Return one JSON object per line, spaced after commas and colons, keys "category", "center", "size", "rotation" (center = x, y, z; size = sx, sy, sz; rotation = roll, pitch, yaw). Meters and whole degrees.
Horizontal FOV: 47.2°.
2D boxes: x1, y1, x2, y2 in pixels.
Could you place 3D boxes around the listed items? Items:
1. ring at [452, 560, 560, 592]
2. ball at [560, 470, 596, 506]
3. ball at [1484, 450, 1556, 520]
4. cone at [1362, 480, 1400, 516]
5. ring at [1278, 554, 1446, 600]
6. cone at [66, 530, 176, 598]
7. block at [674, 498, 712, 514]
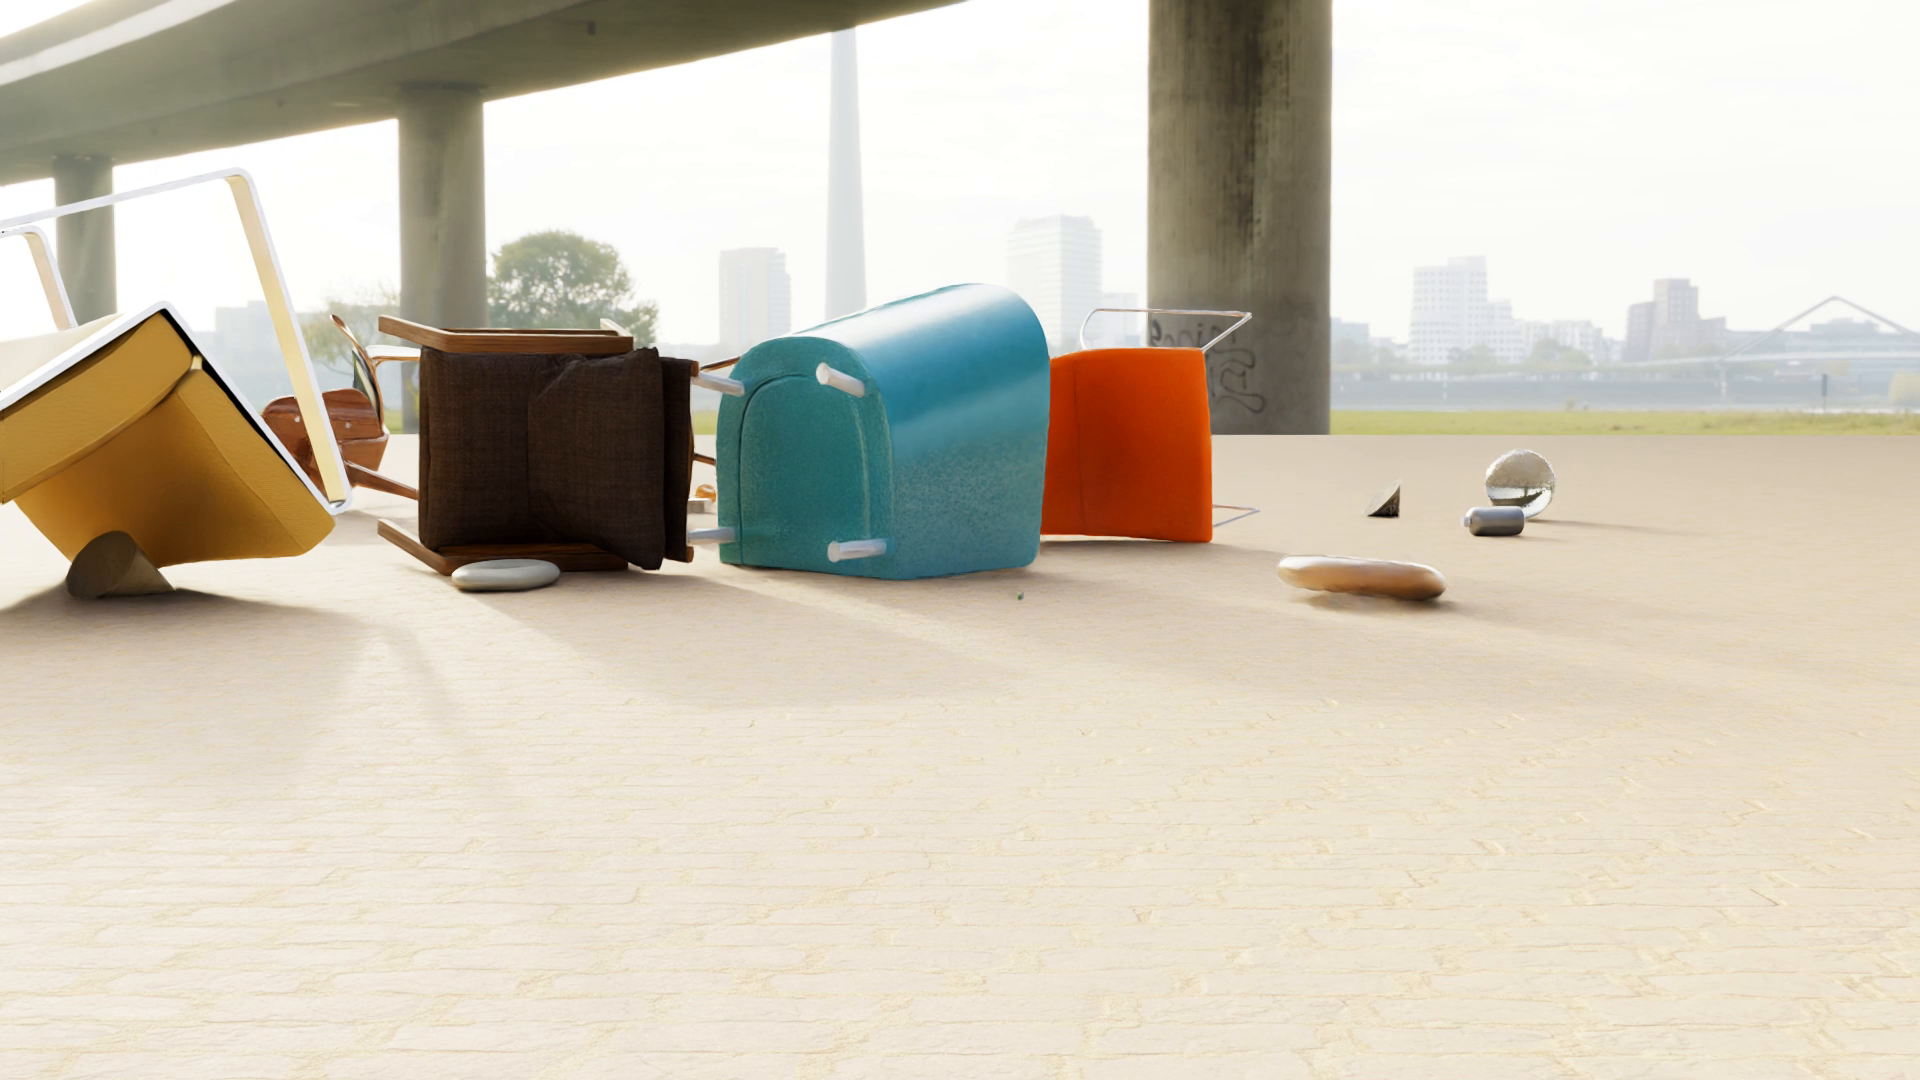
{"category": "ring", "center": [-1.036, 0.080, 5.027], "size": [0.225, 0.050, 0.393], "rotation": [1, 4, 5]}
{"category": "ball", "center": [-1.464, -0.198, 8.441], "size": [0.136, 0.136, 0.136], "rotation": [0, 4, 0]}
{"category": "ball", "center": [1.933, -0.192, 7.587], "size": [0.240, 0.240, 0.240], "rotation": [0, 4, 0]}
{"category": "cone", "center": [1.516, -0.116, 7.749], "size": [0.188, 0.094, 0.181], "rotation": [-49, 8, -28]}
{"category": "ring", "center": [0.850, 0.078, 4.654], "size": [0.349, 0.075, 0.407], "rotation": [5, -1, -8]}
{"category": "cone", "center": [-1.788, 0.084, 4.789], "size": [0.204, 0.140, 0.215], "rotation": [-25, -27, 20]}
{"category": "block", "center": [-0.971, -0.125, 8.009], "size": [0.109, 0.049, 0.119], "rotation": [0, 4, 6]}
